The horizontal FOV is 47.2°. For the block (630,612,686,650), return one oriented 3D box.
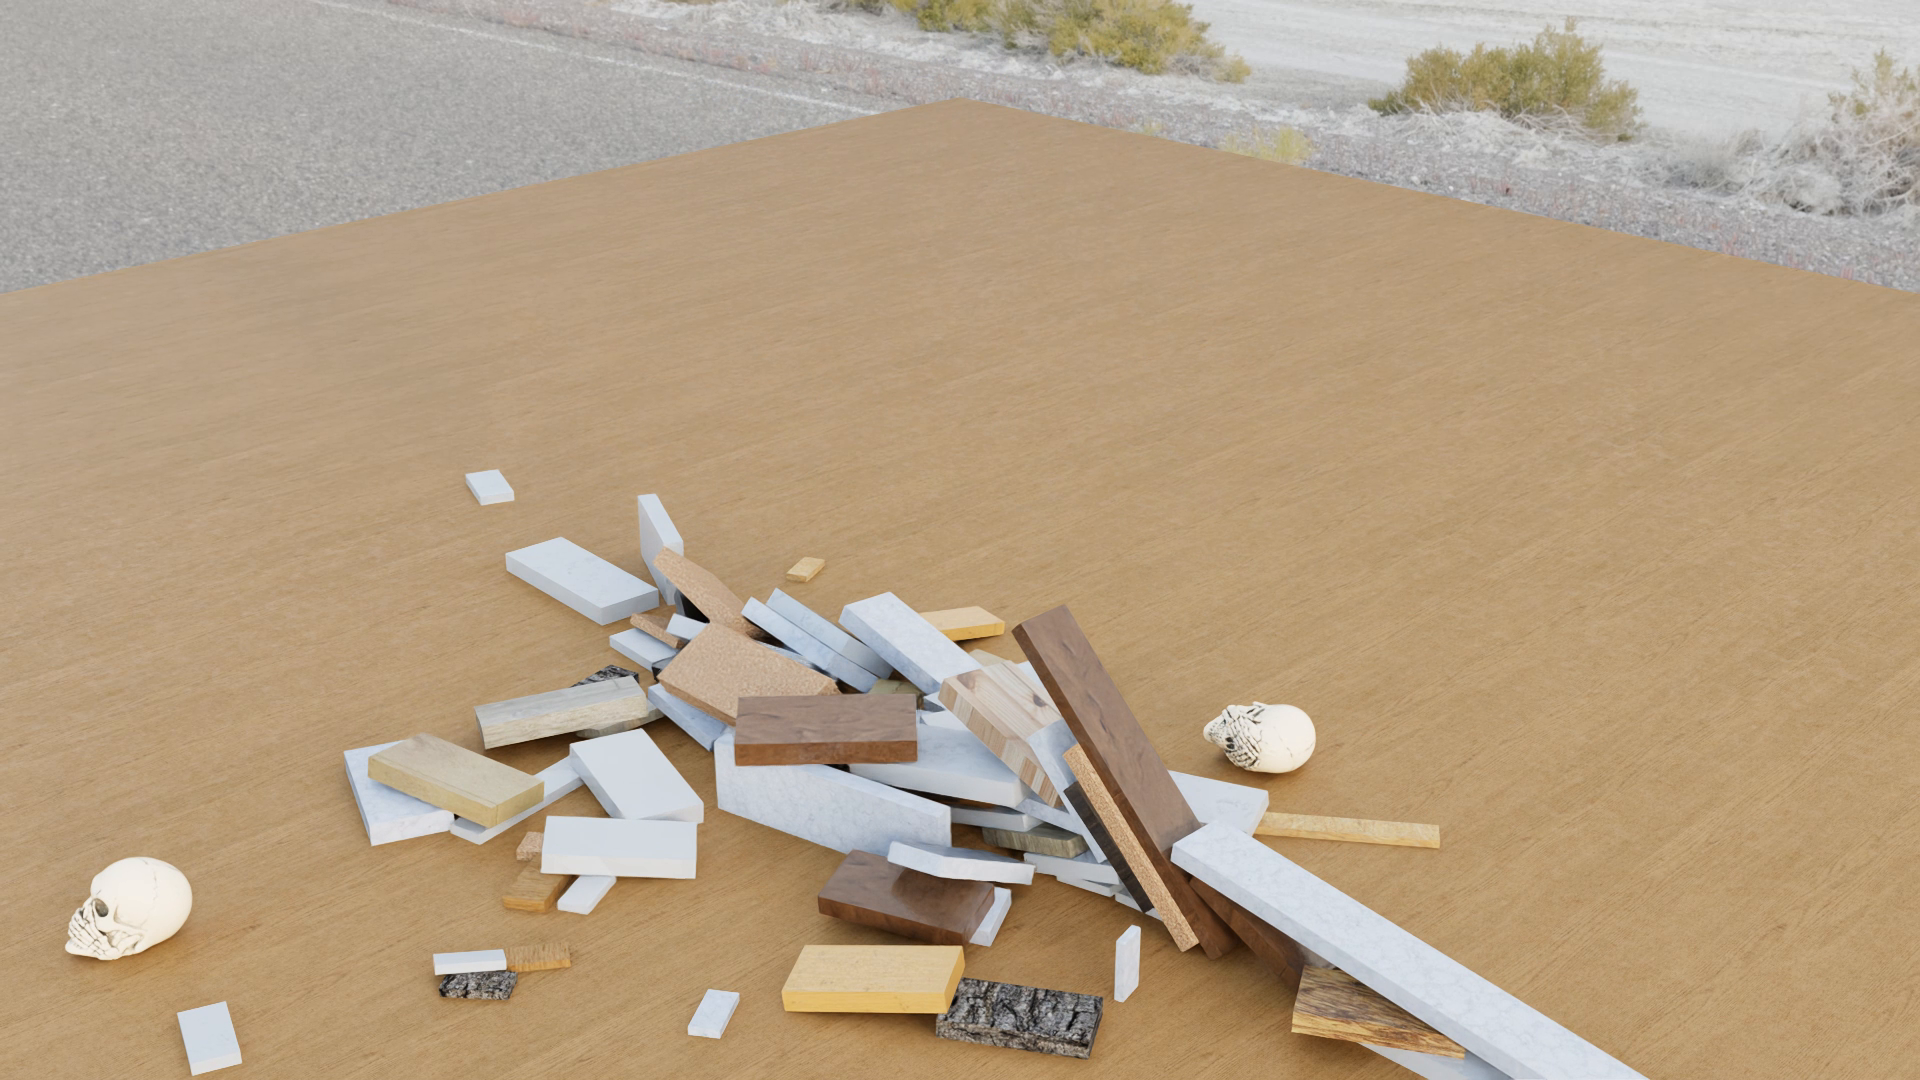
[{"bbox_3d":[-0.684,0.217,5.168,0.184,0.026,0.092,24,8,43],"label":"block"}]

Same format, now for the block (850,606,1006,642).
[{"bbox_3d":[-0.074,0.206,5.159,0.368,0.031,0.110,-6,22,-36],"label":"block"}]

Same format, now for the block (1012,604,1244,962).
[{"bbox_3d":[0.326,0.440,4.065,0.123,0.035,0.704,-21,75,-41],"label":"block"}]

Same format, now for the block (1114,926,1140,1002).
[{"bbox_3d":[0.294,0.743,3.856,0.017,0.121,0.060,13,26,28],"label":"block"}]

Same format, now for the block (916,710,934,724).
[{"bbox_3d":[-0.149,0.389,4.726,0.193,0.027,0.097,9,25,20],"label":"block"}]

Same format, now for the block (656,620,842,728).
[{"bbox_3d":[-0.451,0.307,4.653,0.424,0.049,0.175,21,60,45],"label":"block"}]

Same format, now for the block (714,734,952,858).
[{"bbox_3d":[-0.255,0.526,4.322,0.542,0.155,0.044,14,28,31],"label":"block"}]

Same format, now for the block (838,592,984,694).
[{"bbox_3d":[-0.104,0.241,4.972,0.322,0.046,0.161,38,31,26],"label":"block"}]

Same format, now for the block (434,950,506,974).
[{"bbox_3d":[-0.876,0.754,3.929,0.123,0.017,0.062,-1,8,-17],"label":"block"}]

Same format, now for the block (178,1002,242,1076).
[{"bbox_3d":[-1.276,0.846,3.738,0.081,0.023,0.161,-11,25,-23],"label":"block"}]

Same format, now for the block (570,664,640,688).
[{"bbox_3d":[-0.810,0.332,4.949,0.083,0.024,0.166,14,27,30],"label":"block"}]

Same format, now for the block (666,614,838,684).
[{"bbox_3d":[-0.472,0.260,4.969,0.378,0.046,0.162,16,-13,33],"label":"block"}]

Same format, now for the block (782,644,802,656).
[{"bbox_3d":[-0.396,0.256,5.136,0.057,0.016,0.113,-6,24,-13],"label":"block"}]

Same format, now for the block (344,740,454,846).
[{"bbox_3d":[-1.149,0.510,4.499,0.165,0.047,0.329,-9,25,-21],"label":"block"}]

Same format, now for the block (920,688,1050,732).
[{"bbox_3d":[0.087,0.399,4.609,0.310,0.044,0.155,-10,33,-28],"label":"block"}]

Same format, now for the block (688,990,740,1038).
[{"bbox_3d":[-0.426,0.820,3.808,0.057,0.016,0.113,5,23,11],"label":"block"}]

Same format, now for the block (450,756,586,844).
[{"bbox_3d":[-0.846,0.506,4.540,0.081,0.023,0.479,15,27,31],"label":"block"}]

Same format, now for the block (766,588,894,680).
[{"bbox_3d":[-0.299,0.217,5.072,0.162,0.046,0.323,34,-3,-41],"label":"block"}]

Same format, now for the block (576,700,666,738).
[{"bbox_3d":[-0.696,0.377,4.800,0.083,0.024,0.294,5,17,43],"label":"block"}]

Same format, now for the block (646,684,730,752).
[{"bbox_3d":[-0.567,0.373,4.771,0.110,0.031,0.220,-18,42,-43],"label":"block"}]

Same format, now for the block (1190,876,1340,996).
[{"bbox_3d":[0.561,0.680,3.956,0.142,0.040,0.284,-21,56,-41],"label":"block"}]

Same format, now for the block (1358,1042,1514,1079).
[{"bbox_3d":[1.051,0.944,3.485,1.023,0.040,0.142,21,31,40],"label":"block"}]

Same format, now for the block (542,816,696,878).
[{"bbox_3d":[-0.658,0.595,4.263,0.292,0.041,0.146,4,22,-8],"label":"block"}]

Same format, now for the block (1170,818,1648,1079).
[{"bbox_3d":[0.758,0.730,3.731,0.132,0.037,0.938,-21,39,-41],"label":"block"}]

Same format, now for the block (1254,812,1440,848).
[{"bbox_3d":[0.738,0.575,4.385,0.426,0.017,0.060,3,23,8],"label":"block"}]

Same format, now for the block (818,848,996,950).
[{"bbox_3d":[-0.099,0.661,4.053,0.292,0.041,0.146,11,34,22],"label":"block"}]

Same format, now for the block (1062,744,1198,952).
[{"bbox_3d":[0.353,0.546,4.065,0.135,0.038,0.420,-21,75,-41],"label":"block"}]

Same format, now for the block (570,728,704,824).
[{"bbox_3d":[-0.664,0.496,4.499,0.161,0.046,0.322,-11,29,-28],"label":"block"}]

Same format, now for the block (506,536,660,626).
[{"bbox_3d":[-0.942,0.099,5.469,0.165,0.047,0.439,-19,30,-38],"label":"block"}]

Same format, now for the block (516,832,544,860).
[{"bbox_3d":[-0.787,0.605,4.310,0.146,0.021,0.073,3,23,8],"label":"block"}]

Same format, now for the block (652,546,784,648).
[{"bbox_3d":[-0.570,0.146,5.167,0.175,0.049,0.349,34,3,-45],"label":"block"}]

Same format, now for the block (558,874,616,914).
[{"bbox_3d":[-0.707,0.666,4.168,0.062,0.017,0.123,7,24,16],"label":"block"}]

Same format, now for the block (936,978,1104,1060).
[{"bbox_3d":[0.103,0.820,3.780,0.265,0.037,0.132,5,24,13],"label":"block"}]

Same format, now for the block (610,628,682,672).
[{"bbox_3d":[-0.729,0.254,5.130,0.092,0.026,0.184,-18,29,-37],"label":"block"}]

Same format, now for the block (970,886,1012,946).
[{"bbox_3d":[-0.041,0.680,4.090,0.246,0.035,0.123,8,33,18],"label":"block"}]
